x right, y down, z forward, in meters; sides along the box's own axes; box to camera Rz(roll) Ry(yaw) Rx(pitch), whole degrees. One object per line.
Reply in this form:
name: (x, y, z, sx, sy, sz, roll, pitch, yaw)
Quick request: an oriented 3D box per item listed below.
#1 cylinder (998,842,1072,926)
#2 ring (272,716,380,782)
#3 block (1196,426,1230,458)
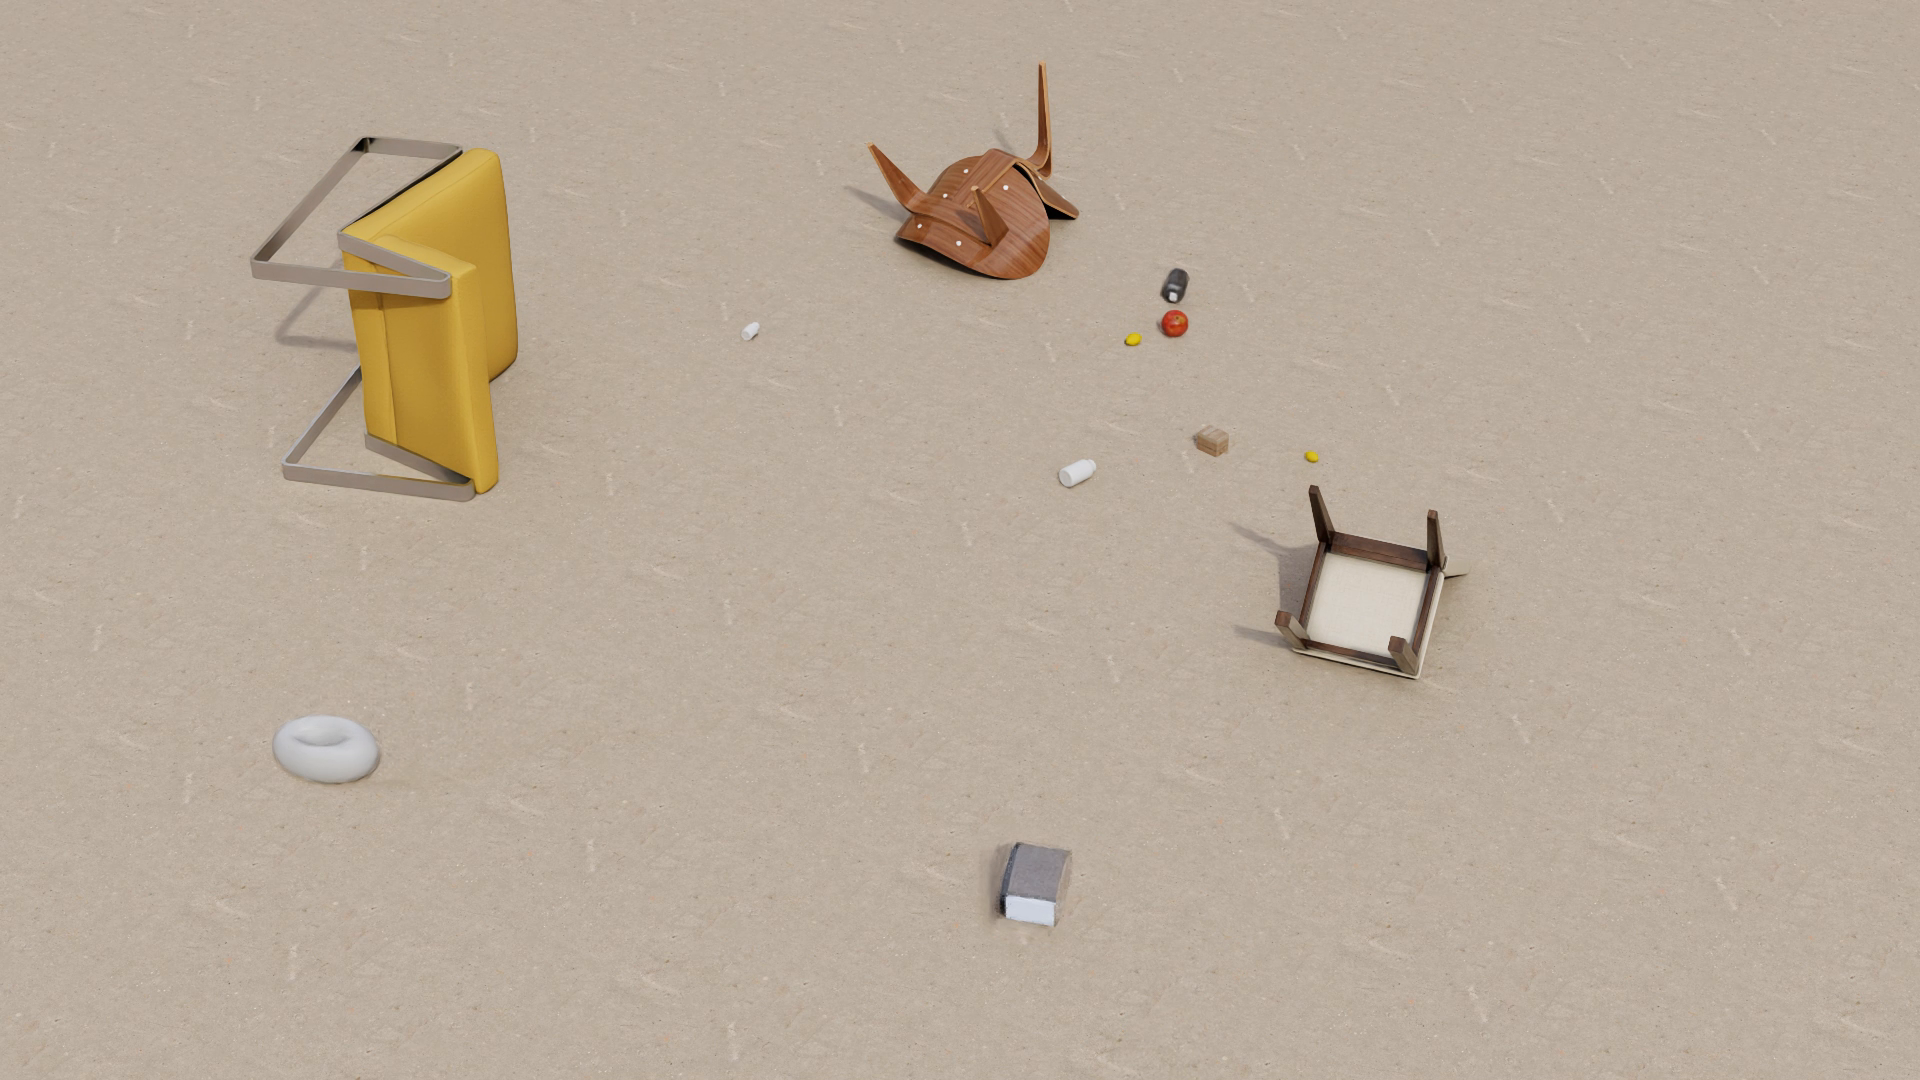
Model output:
cylinder: (0.238, 1.074, 9.147, 0.173, 0.185, 0.286, 8, 38, 11)
ring: (-2.108, 0.695, 9.748, 0.386, 0.144, 0.244, 7, 36, 18)
block: (0.989, -0.386, 11.461, 0.097, 0.076, 0.074, 27, 42, 35)
